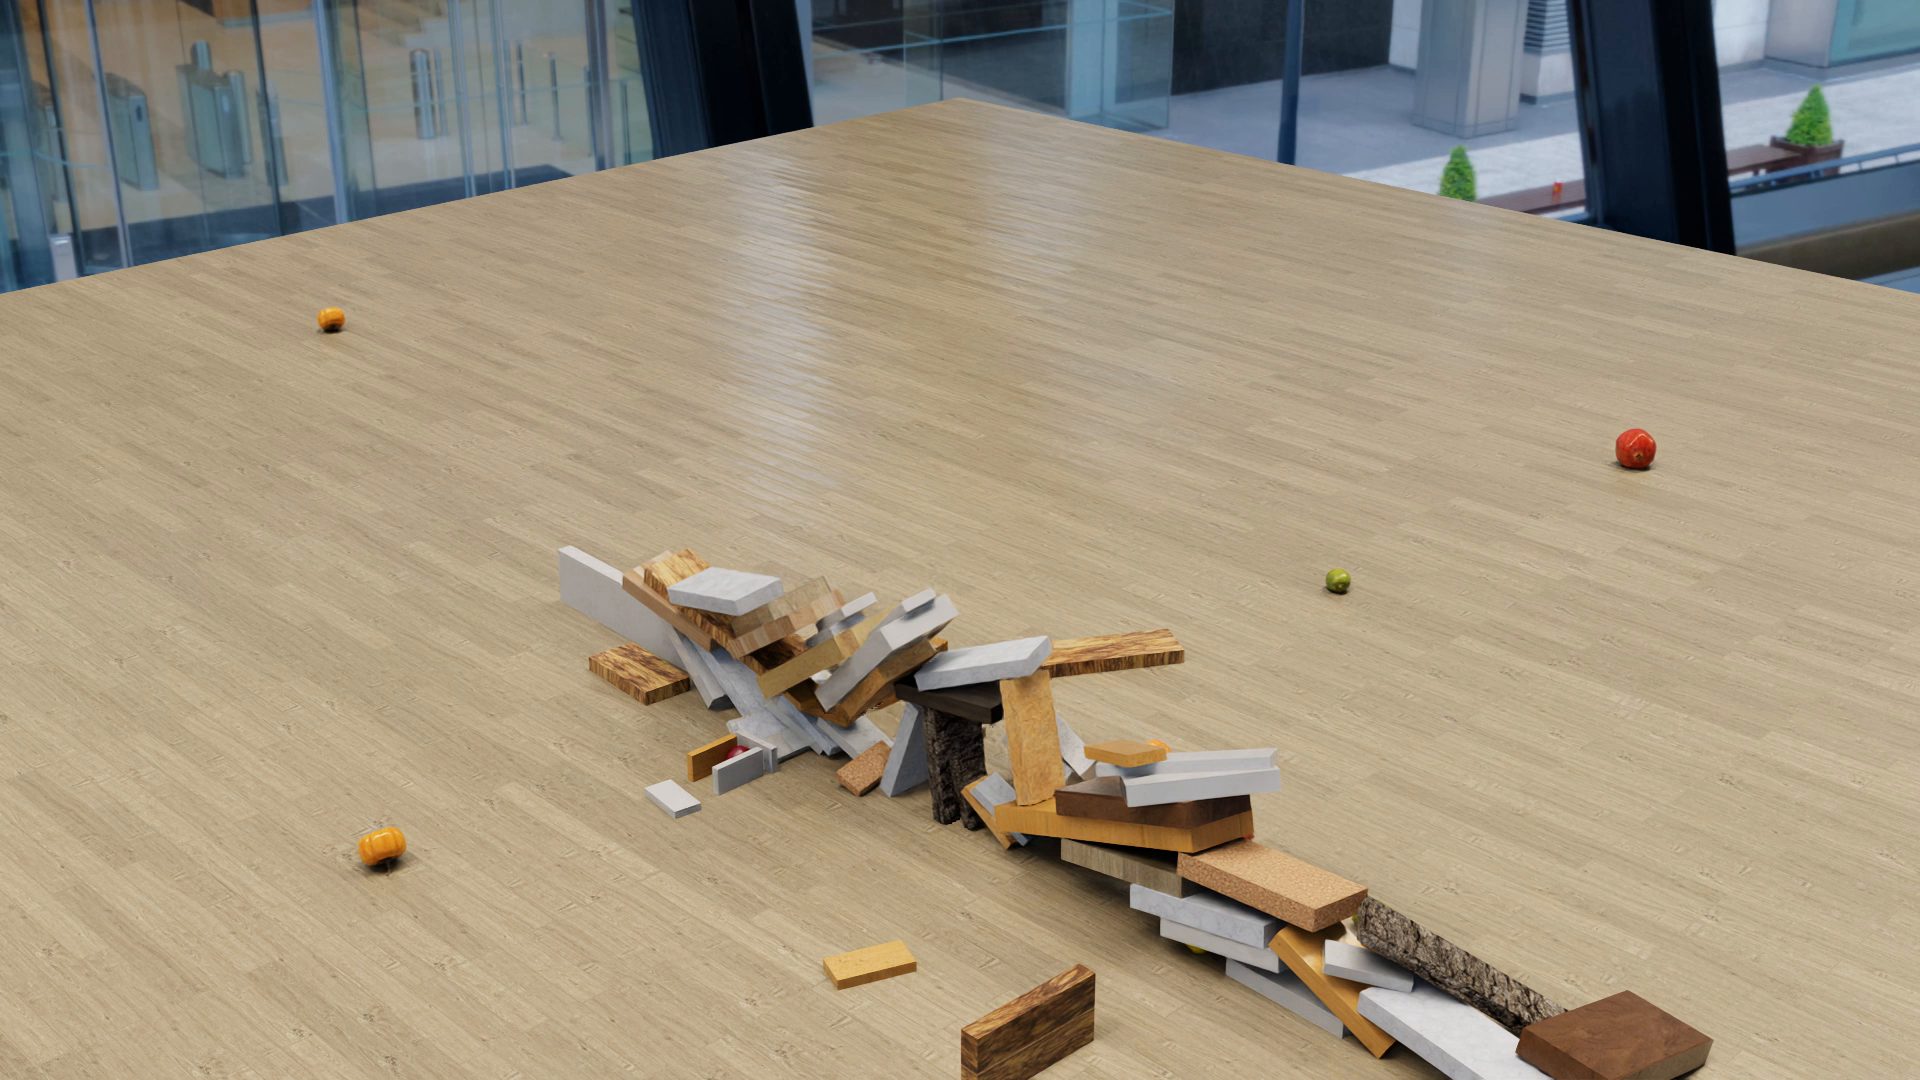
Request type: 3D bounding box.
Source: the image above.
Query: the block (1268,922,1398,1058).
[{"bbox_3d":[0.668,0.754,3.780,0.131,0.037,0.263,-24,61,-42],"label":"block"}]

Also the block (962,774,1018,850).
[{"bbox_3d":[0.076,0.538,4.365,0.074,0.021,0.149,-22,64,-42],"label":"block"}]

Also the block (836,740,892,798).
[{"bbox_3d":[-0.187,0.474,4.564,0.068,0.019,0.137,37,47,23],"label":"block"}]

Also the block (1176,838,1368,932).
[{"bbox_3d":[0.548,0.601,3.877,0.152,0.043,0.303,-10,20,-43],"label":"block"}]

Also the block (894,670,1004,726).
[{"bbox_3d":[0.004,0.303,4.362,0.247,0.035,0.123,12,25,38],"label":"block"}]

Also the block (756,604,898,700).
[{"bbox_3d":[-0.266,0.231,4.531,0.175,0.049,0.349,-27,-1,-36],"label":"block"}]

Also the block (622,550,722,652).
[{"bbox_3d":[-0.603,0.134,4.901,0.283,0.040,0.142,33,44,27],"label":"block"}]

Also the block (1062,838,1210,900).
[{"bbox_3d":[0.349,0.593,4.090,0.152,0.043,0.303,-9,14,-42],"label":"block"}]

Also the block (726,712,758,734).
[{"bbox_3d":[-0.440,0.404,4.735,0.115,0.016,0.058,-14,70,-35],"label":"block"}]

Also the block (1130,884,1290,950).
[{"bbox_3d":[0.471,0.659,3.962,0.303,0.043,0.152,10,14,44],"label":"block"}]

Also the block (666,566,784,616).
[{"bbox_3d":[-0.506,0.110,4.738,0.126,0.036,0.253,-27,23,-37],"label":"block"}]

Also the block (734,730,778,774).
[{"bbox_3d":[-0.429,0.445,4.637,0.115,0.058,0.016,20,30,39],"label":"block"}]

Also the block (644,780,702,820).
[{"bbox_3d":[-0.587,0.529,4.492,0.061,0.017,0.122,-16,28,-34],"label":"block"}]

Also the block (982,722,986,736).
[{"bbox_3d":[0.010,0.385,4.826,0.078,0.022,0.156,-2,23,-4],"label":"block"}]

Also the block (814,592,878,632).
[{"bbox_3d":[-0.234,0.148,4.504,0.079,0.022,0.158,-27,-1,-27],"label":"block"}]

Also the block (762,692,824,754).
[{"bbox_3d":[-0.332,0.381,4.733,0.178,0.025,0.089,39,42,20],"label":"block"}]

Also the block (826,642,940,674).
[{"bbox_3d":[-0.178,0.269,5.005,0.237,0.034,0.118,-15,27,-32],"label":"block"}]

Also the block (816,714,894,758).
[{"bbox_3d":[-0.210,0.421,4.655,0.178,0.025,0.089,40,42,26],"label":"block"}]

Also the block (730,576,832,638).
[{"bbox_3d":[-0.382,0.141,4.642,0.138,0.039,0.275,-27,1,-24],"label":"block"}]

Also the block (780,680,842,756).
[{"bbox_3d":[-0.297,0.379,4.711,0.089,0.025,0.178,-20,55,-39],"label":"block"}]

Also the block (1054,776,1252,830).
[{"bbox_3d":[0.352,0.479,4.051,0.168,0.048,0.336,-10,5,-41],"label":"block"}]

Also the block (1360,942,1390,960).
[{"bbox_3d":[0.752,0.695,3.755,0.150,0.021,0.075,27,24,-7],"label":"block"}]

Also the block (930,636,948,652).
[{"bbox_3d":[-0.150,0.243,5.148,0.220,0.031,0.110,15,27,31],"label":"block"}]

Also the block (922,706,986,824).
[{"bbox_3d":[-0.008,0.432,4.423,0.123,0.247,0.035,-21,22,-40],"label":"block"}]

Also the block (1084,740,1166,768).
[{"bbox_3d":[0.301,0.389,4.016,0.080,0.023,0.160,-8,4,-26],"label":"block"}]

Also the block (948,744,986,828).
[{"bbox_3d":[0.024,0.493,4.409,0.021,0.148,0.074,-1,16,46],"label":"block"}]

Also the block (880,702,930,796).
[{"bbox_3d":[-0.080,0.408,4.489,0.123,0.247,0.035,-21,51,-40],"label":"block"}]

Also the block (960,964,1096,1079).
[{"bbox_3d":[0.115,0.821,3.650,0.274,0.137,0.039,-20,30,-39],"label":"block"}]

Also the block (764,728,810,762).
[{"bbox_3d":[-0.373,0.436,4.683,0.115,0.016,0.058,-21,56,-40],"label":"block"}]

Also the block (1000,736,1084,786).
[{"bbox_3d":[0.191,0.471,4.476,0.035,0.123,0.246,-50,33,-8],"label":"block"}]

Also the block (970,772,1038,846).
[{"bbox_3d":[0.097,0.531,4.350,0.148,0.021,0.074,45,39,12],"label":"block"}]
